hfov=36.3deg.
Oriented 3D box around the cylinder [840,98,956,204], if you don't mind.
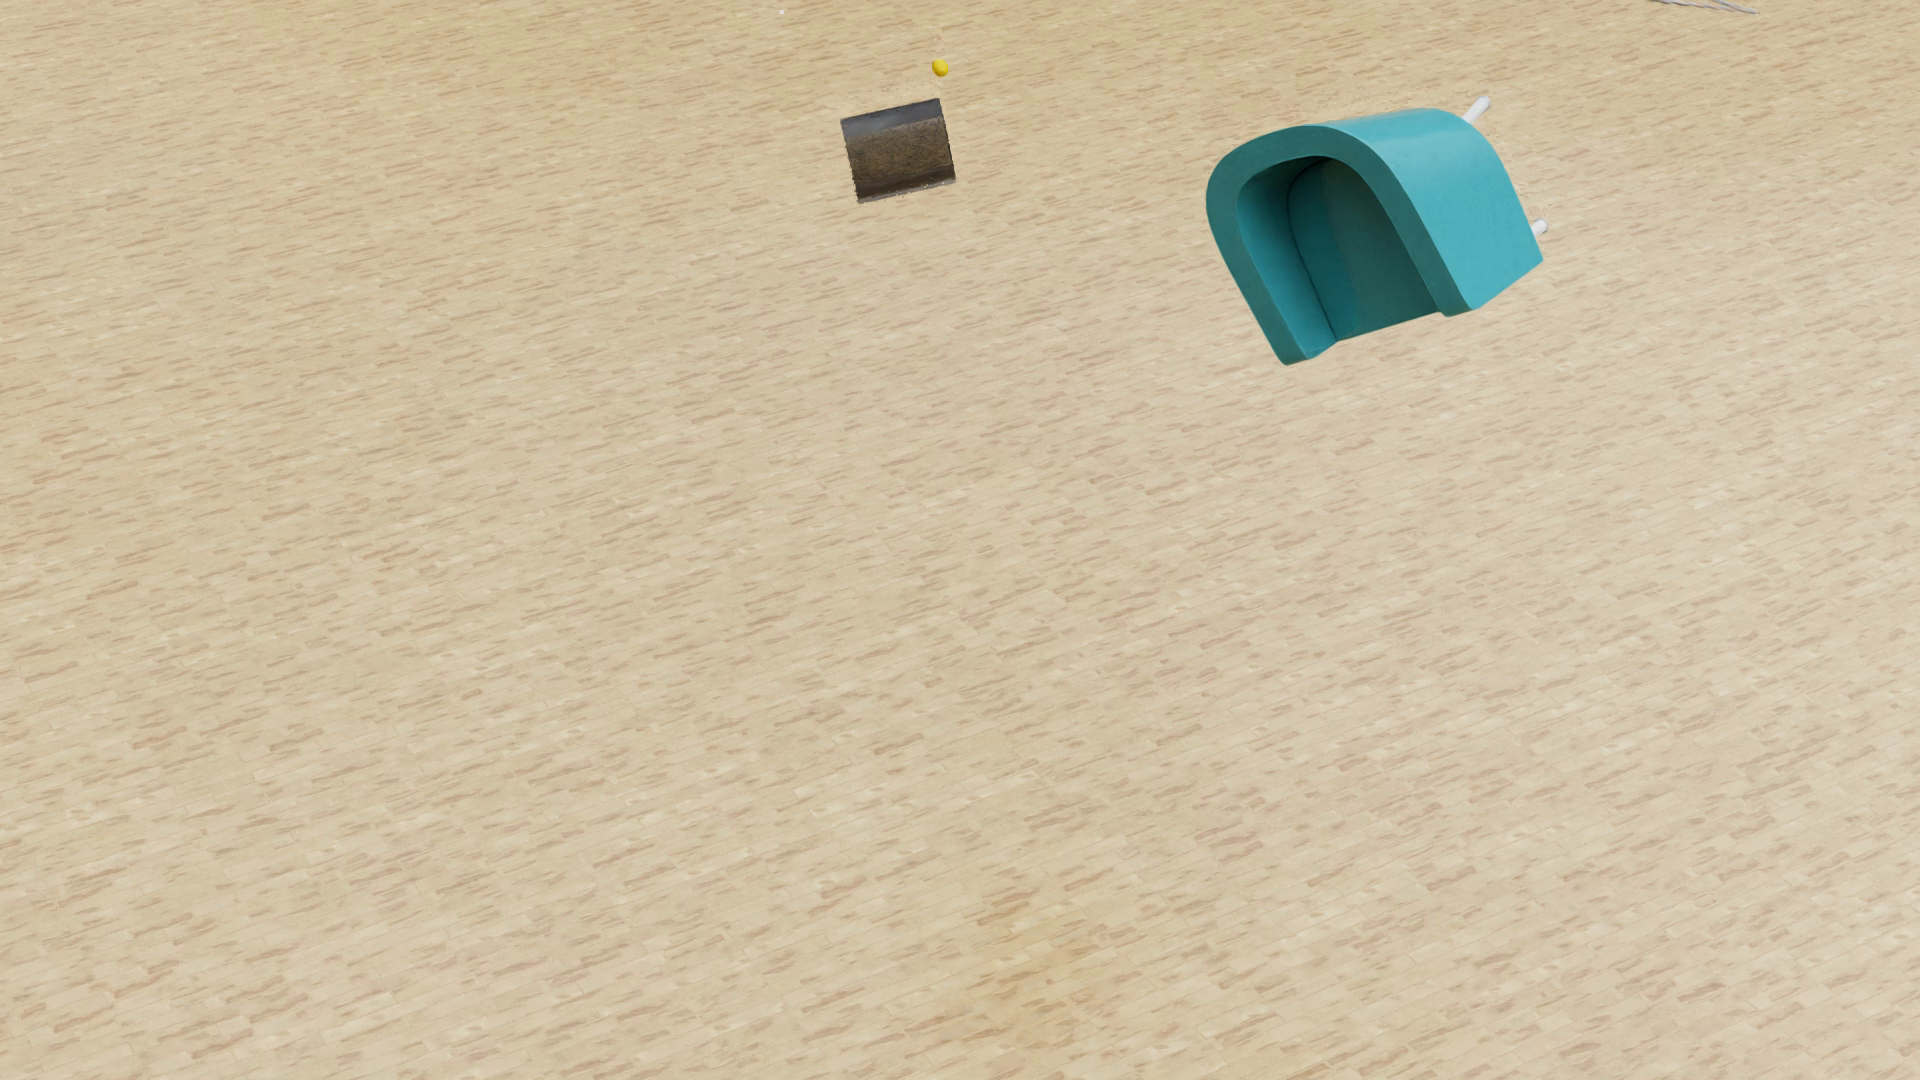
[{"bbox_3d":[-0.188,-1.191,8.982,0.308,0.289,0.191,-12,39,0],"label":"cylinder"}]
